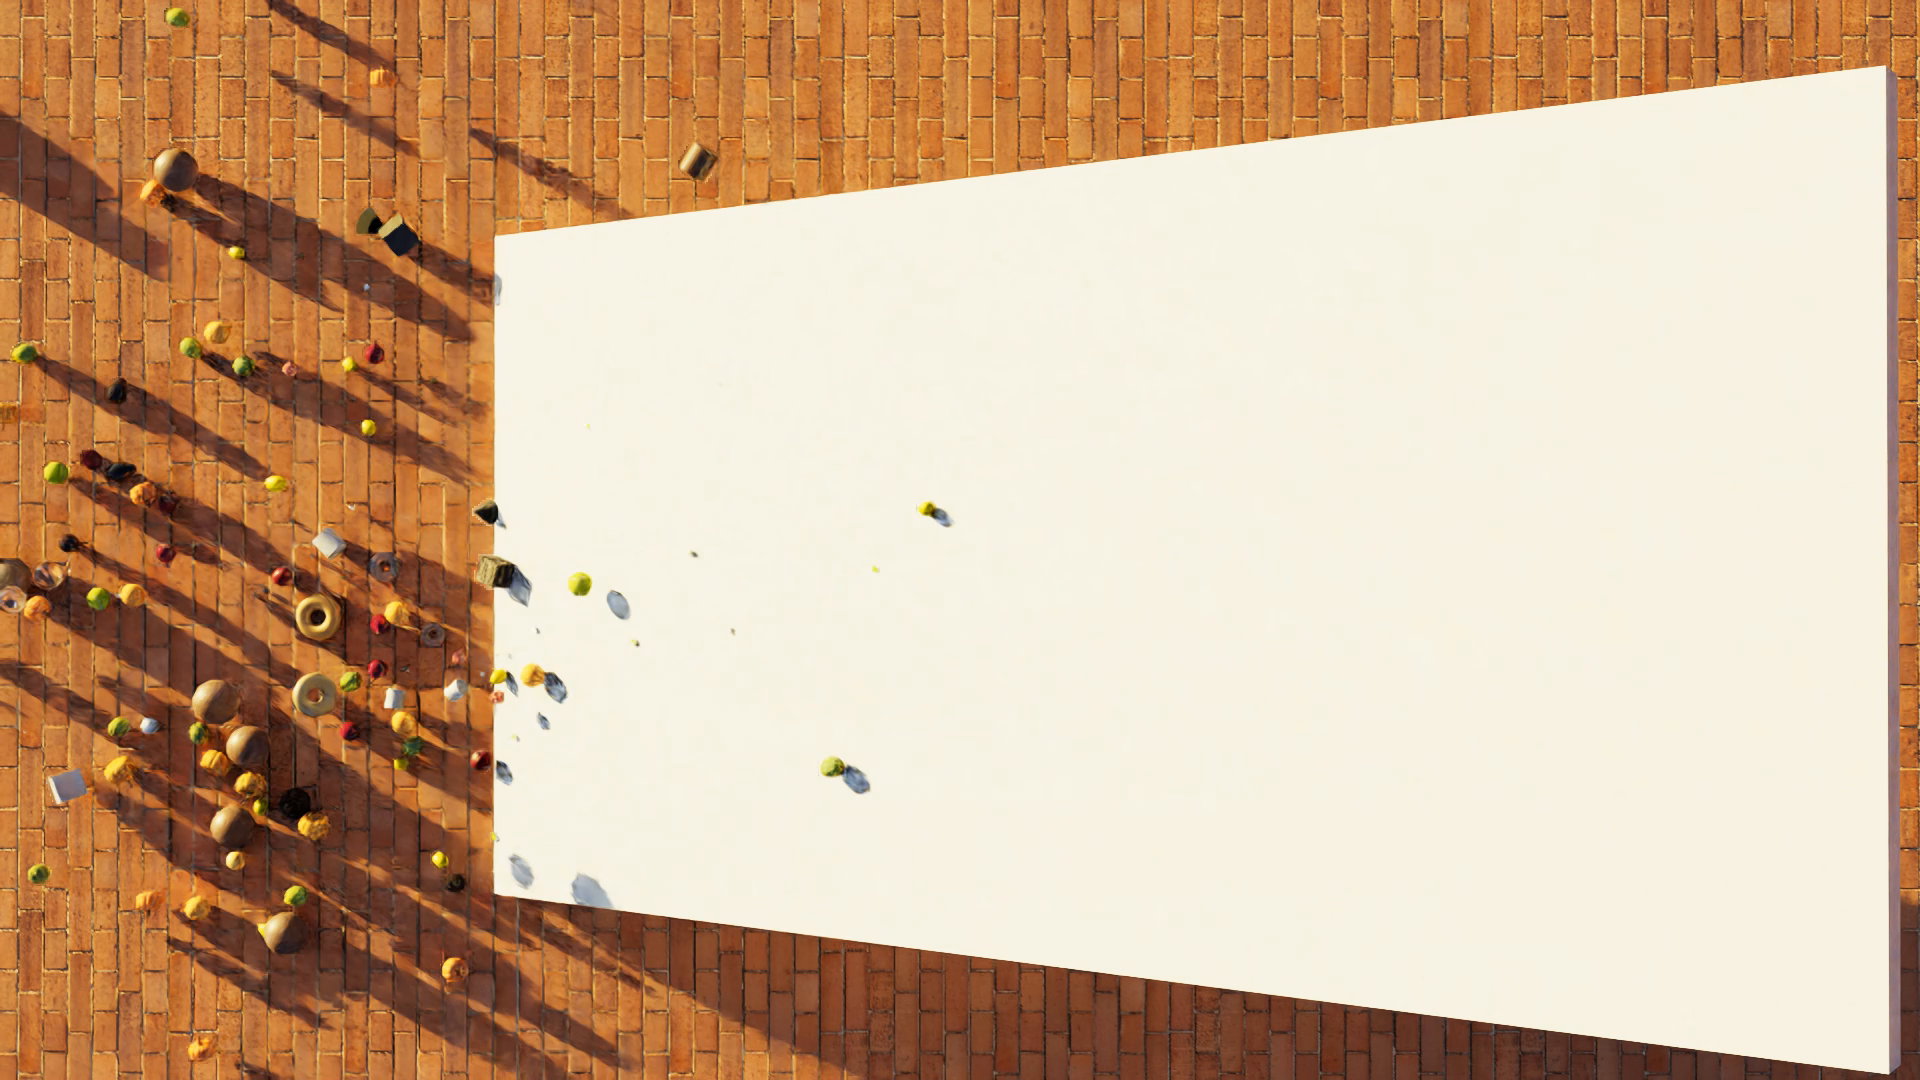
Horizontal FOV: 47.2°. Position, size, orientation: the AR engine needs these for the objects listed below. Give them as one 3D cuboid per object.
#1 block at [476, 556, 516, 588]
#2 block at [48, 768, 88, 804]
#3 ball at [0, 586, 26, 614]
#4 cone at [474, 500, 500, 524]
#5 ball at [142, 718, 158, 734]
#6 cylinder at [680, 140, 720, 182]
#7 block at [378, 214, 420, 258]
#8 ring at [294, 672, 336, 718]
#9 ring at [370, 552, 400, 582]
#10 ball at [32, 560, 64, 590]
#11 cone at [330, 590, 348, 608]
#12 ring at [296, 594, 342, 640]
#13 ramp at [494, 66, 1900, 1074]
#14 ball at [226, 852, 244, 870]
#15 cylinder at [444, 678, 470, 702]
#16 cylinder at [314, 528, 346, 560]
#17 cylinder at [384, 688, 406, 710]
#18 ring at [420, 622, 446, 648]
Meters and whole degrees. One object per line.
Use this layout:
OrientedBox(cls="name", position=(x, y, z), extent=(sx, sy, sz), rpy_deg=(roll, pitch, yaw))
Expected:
OrientedBox(cls="block", position=(-1.400, 0.097, 6.630), extent=(0.074, 0.074, 0.074), rpy_deg=(24, 104, 33))
OrientedBox(cls="block", position=(-2.717, 0.750, 6.699), extent=(0.082, 0.082, 0.082), rpy_deg=(-20, 91, -31))
OrientedBox(cls="ball", position=(-2.765, 0.174, 6.411), extent=(0.081, 0.081, 0.081), rpy_deg=(0, 90, 0))
OrientedBox(cls="cone", position=(-1.449, -0.086, 6.668), extent=(0.072, 0.072, 0.072), rpy_deg=(0, 89, 36))
OrientedBox(cls="ball", position=(-2.482, 0.570, 6.738), extent=(0.052, 0.052, 0.052), rpy_deg=(0, 90, 0))
OrientedBox(cls="cylinder", position=(-0.731, -1.063, 6.168), extent=(0.083, 0.083, 0.083), rpy_deg=(34, 102, 0))
OrientedBox(cls="block", position=(-1.707, -0.926, 6.688), extent=(0.081, 0.081, 0.081), rpy_deg=(-38, 128, -1))
OrientedBox(cls="ring", position=(-1.955, 0.469, 6.662), extent=(0.135, 0.045, 0.135), rpy_deg=(0, 90, -38))
OrientedBox(cls="ring", position=(-1.766, 0.082, 6.752), extent=(0.095, 0.032, 0.095), rpy_deg=(0, 91, 0))
OrientedBox(cls="ball", position=(-2.790, 0.107, 6.723), extent=(0.090, 0.090, 0.090), rpy_deg=(0, 90, 0))
OrientedBox(cls="cone", position=(-1.912, 0.181, 6.762), extent=(0.098, 0.098, 0.098), rpy_deg=(0, 83, 1))
OrientedBox(cls="ring", position=(-1.968, 0.236, 6.743), extent=(0.142, 0.047, 0.142), rpy_deg=(0, 90, 1))
OrientedBox(cls="ramp", position=(0.241, 0.067, 5.564), extent=(4.000, 0.100, 2.000), rpy_deg=(0, 89, 36))
OrientedBox(cls="ball", position=(-2.218, 0.982, 6.734), extent=(0.055, 0.055, 0.055), rpy_deg=(0, 90, 0))
OrientedBox(cls="cylinder", position=(-1.531, 0.458, 6.689), extent=(0.052, 0.052, 0.052), rpy_deg=(-36, 90, 24))
OrientedBox(cls="cylinder", position=(-1.928, 0.011, 6.729), extent=(0.070, 0.070, 0.070), rpy_deg=(-45, 85, 0))
OrientedBox(cls="cylinder", position=(-1.724, 0.485, 6.712), extent=(0.057, 0.057, 0.057), rpy_deg=(12, 83, 0))
OrientedBox(cls="ring", position=(-1.617, 0.291, 6.754), extent=(0.077, 0.026, 0.077), rpy_deg=(0, 90, -1))
